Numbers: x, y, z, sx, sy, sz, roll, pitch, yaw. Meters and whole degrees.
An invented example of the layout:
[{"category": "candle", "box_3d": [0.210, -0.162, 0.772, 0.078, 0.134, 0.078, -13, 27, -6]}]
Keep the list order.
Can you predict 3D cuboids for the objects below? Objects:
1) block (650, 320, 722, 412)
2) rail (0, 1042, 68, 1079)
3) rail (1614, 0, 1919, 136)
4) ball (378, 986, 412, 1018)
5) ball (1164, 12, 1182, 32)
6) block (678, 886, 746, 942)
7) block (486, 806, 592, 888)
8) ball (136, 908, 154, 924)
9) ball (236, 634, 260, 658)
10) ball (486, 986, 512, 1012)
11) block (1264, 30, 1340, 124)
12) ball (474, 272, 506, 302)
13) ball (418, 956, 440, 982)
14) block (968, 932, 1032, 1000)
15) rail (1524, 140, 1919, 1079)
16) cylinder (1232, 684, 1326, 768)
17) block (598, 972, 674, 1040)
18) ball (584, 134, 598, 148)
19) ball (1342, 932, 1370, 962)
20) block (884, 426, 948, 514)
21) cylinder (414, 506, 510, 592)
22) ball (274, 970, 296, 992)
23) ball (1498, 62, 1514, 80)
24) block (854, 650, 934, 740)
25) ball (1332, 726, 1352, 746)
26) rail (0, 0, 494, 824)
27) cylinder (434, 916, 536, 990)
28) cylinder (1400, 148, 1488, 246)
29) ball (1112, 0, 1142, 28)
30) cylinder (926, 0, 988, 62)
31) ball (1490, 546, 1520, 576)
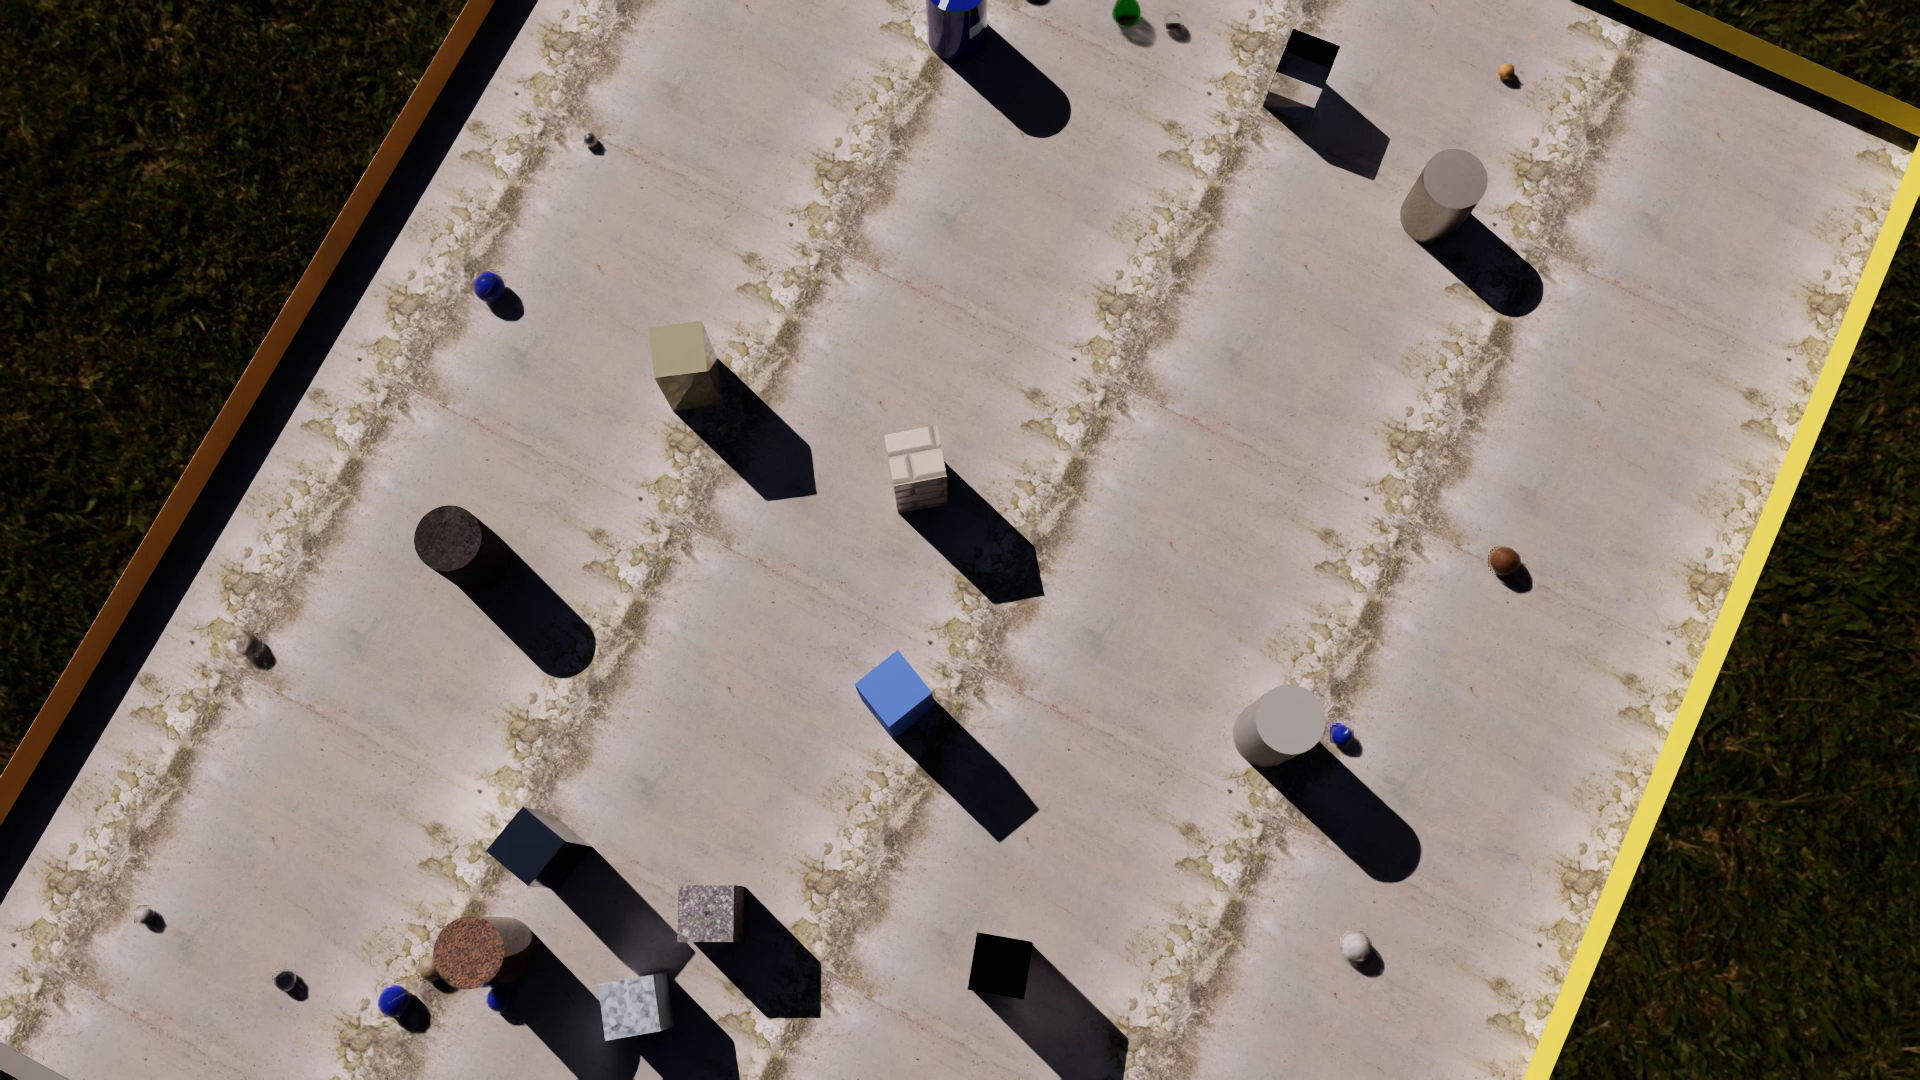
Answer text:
[{"category": "block", "box_3d": [-0.825, -0.521, 5.539, 0.156, 0.362, 0.156, -8, 78, -2]}, {"category": "rail", "box_3d": [-1.145, 2.250, 5.085, 4.371, 0.126, 0.045, 26, 80, 5]}, {"category": "rail", "box_3d": [1.145, -2.237, 6.014, 4.371, 0.126, 0.045, 26, 80, 5]}, {"category": "ball", "box_3d": [-1.633, 1.333, 5.294, 0.091, 0.091, 0.091, 0, 78, 0]}, {"category": "ball", "box_3d": [0.689, -1.677, 5.934, 0.059, 0.059, 0.059, 0, 78, 0]}, {"category": "block", "box_3d": [-0.710, 1.071, 5.253, 0.156, 0.277, 0.156, 0, 78, 0]}, {"category": "block", "box_3d": [-1.197, 0.883, 5.237, 0.156, 0.385, 0.156, 38, 81, 7]}, {"category": "ball", "box_3d": [-2.385, 1.099, 5.364, 0.050, 0.050, 0.050, 0, 78, 0]}, {"category": "ball", "box_3d": [-2.142, 0.318, 5.515, 0.070, 0.070, 0.070, 0, 78, 0]}, {"category": "ball", "box_3d": [-1.332, 1.327, 5.300, 0.072, 0.072, 0.072, 0, 78, 0]}, {"category": "block", "box_3d": [1.077, -1.464, 5.793, 0.156, 0.249, 0.156, 22, 79, 4]}, {"category": "ball", "box_3d": [-1.471, -0.790, 5.731, 0.096, 0.096, 0.096, 0, 78, 0]}, {"category": "ball", "box_3d": [-1.535, 1.244, 5.322, 0.072, 0.072, 0.072, 0, 78, 0]}, {"category": "block", "box_3d": [0.111, 1.201, 5.187, 0.156, 0.354, 0.156, 9, 78, 2]}, {"category": "rail", "box_3d": [1.934, 0.953, 5.354, 0.045, 0.126, 5.170, 26, 80, 5]}, {"category": "cylinder", "box_3d": [0.915, 0.540, 5.285, 0.194, 0.431, 0.194, 0, 78, 0]}, {"category": "block", "box_3d": [-0.920, 1.325, 5.216, 0.156, 0.247, 0.156, -10, 78, -2]}, {"category": "ball", "box_3d": [-1.182, -1.279, 5.859, 0.044, 0.044, 0.044, 0, 78, 0]}, {"category": "ball", "box_3d": [1.152, 1.185, 5.328, 0.084, 0.084, 0.084, 0, 78, 0]}, {"category": "block", "box_3d": [-0.129, -0.207, 5.475, 0.156, 0.361, 0.156, -11, 79, -2]}, {"category": "cylinder", "box_3d": [-1.475, 0.029, 5.439, 0.194, 0.335, 0.194, 0, 78, 0]}, {"category": "ball", "box_3d": [-1.959, 1.280, 5.322, 0.059, 0.059, 0.059, 0, 78, 0]}, {"category": "ball", "box_3d": [1.760, -1.511, 5.903, 0.051, 0.051, 0.051, 0, 78, 0]}, {"category": "block", "box_3d": [-0.187, 0.455, 5.326, 0.156, 0.384, 0.156, -38, 81, -7]}, {"category": "ball", "box_3d": [1.140, 0.584, 5.464, 0.062, 0.062, 0.062, 0, 78, 0]}, {"category": "rail", "box_3d": [-1.934, -0.940, 5.746, 0.045, 0.126, 5.170, 26, 80, 5]}, {"category": "cylinder", "box_3d": [-1.338, 1.163, 5.179, 0.194, 0.385, 0.194, 0, 78, 0]}, {"category": "cylinder", "box_3d": [1.497, -1.060, 5.682, 0.194, 0.302, 0.194, 0, 78, 0]}, {"category": "ball", "box_3d": [0.539, -1.703, 5.921, 0.094, 0.094, 0.094, 0, 78, 0]}, {"category": "cylinder", "box_3d": [-0.011, -1.676, 5.794, 0.194, 0.332, 0.194, 0, 78, 0]}, {"category": "ball", "box_3d": [1.655, 0.065, 5.558, 0.088, 0.088, 0.088, 0, 78, 0]}]
